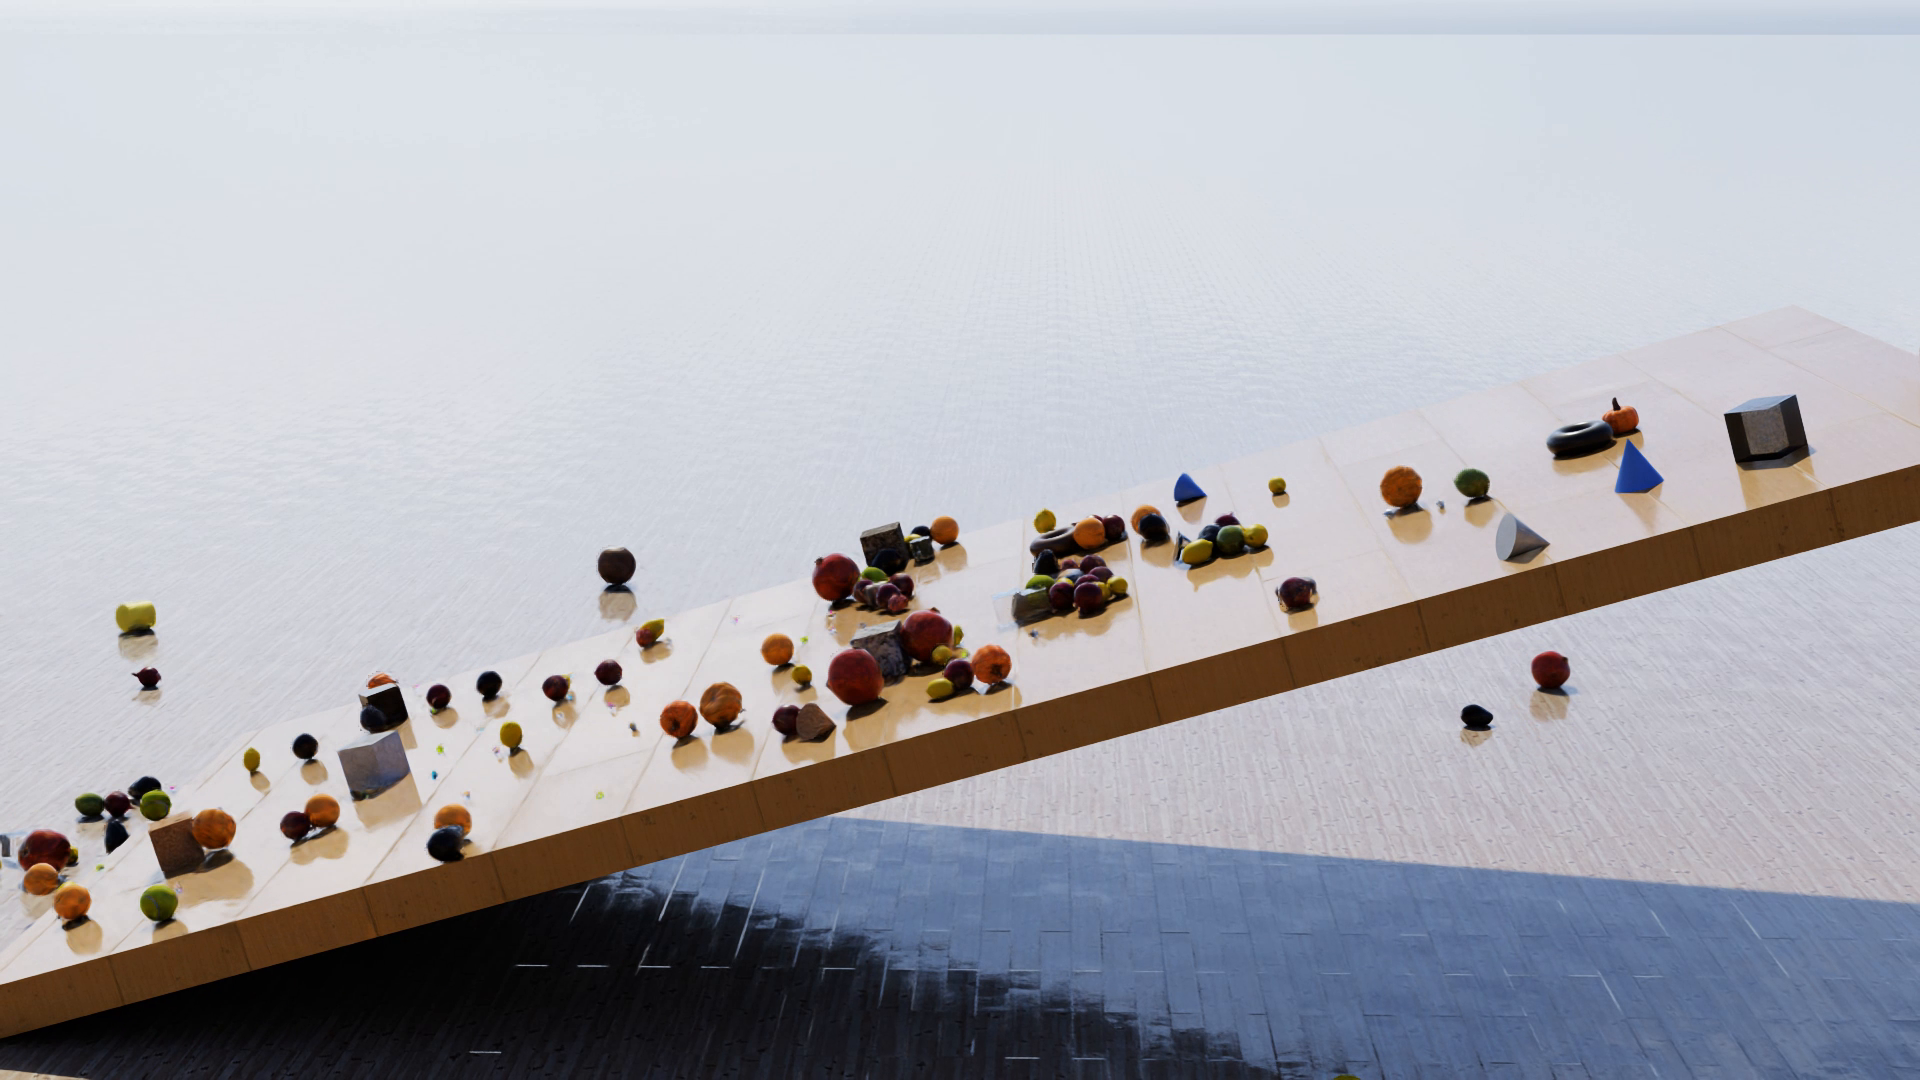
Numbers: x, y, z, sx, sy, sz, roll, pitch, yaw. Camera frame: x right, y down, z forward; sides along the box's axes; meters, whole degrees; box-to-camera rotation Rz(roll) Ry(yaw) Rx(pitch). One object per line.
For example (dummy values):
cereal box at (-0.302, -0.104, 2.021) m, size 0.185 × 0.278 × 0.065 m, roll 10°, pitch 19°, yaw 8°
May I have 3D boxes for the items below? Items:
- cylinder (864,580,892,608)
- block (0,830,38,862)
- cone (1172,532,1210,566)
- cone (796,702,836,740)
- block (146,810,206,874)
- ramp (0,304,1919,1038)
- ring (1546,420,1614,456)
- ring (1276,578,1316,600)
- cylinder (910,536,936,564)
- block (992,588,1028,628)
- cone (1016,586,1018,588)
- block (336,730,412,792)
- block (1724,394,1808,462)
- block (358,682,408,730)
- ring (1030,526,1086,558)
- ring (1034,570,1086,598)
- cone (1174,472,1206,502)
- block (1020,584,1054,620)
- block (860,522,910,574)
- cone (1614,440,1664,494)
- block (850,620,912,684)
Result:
cylinder at (-0.187, 0.123, 6.693) m, size 0.051 × 0.051 × 0.051 m, roll -19°, pitch 14°, yaw -8°
block at (-2.147, 0.697, 6.710) m, size 0.056 × 0.056 × 0.056 m, roll 9°, pitch 14°, yaw 41°
cone at (0.491, 0.026, 6.180) m, size 0.074 × 0.074 × 0.074 m, roll 10°, pitch 10°, yaw -3°
cone at (-0.260, 0.349, 5.585) m, size 0.072 × 0.072 × 0.072 m, roll 12°, pitch -1°, yaw -44°
block at (-1.624, 0.625, 6.093) m, size 0.092 × 0.092 × 0.092 m, roll -19°, pitch 10°, yaw -16°
ramp at (0.087, 0.188, 6.323) m, size 4.000 × 0.100 × 2.000 m, roll -15°, pitch 10°, yaw 5°
ring at (1.300, -0.215, 6.170) m, size 0.141 × 0.047 × 0.141 m, roll -15°, pitch 10°, yaw 3°
ring at (0.637, 0.092, 5.582) m, size 0.080 × 0.027 × 0.080 m, roll -15°, pitch 10°, yaw 3°
cylinder at (-0.091, 0.023, 7.102) m, size 0.052 × 0.052 × 0.052 m, roll -16°, pitch 10°, yaw 3°
block at (0.103, 0.140, 6.089) m, size 0.061 × 0.061 × 0.061 m, roll -16°, pitch 10°, yaw 1°
cone at (0.141, 0.133, 6.170) m, size 0.059 × 0.059 × 0.059 m, roll 13°, pitch 9°, yaw -7°
block at (-1.261, 0.476, 6.327) m, size 0.096 × 0.096 × 0.096 m, roll -11°, pitch 11°, yaw 27°
block at (1.536, -0.212, 5.607) m, size 0.099 × 0.099 × 0.099 m, roll -24°, pitch 12°, yaw -38°
block at (-1.377, 0.395, 7.021) m, size 0.081 × 0.081 × 0.081 m, roll -20°, pitch 10°, yaw -23°
ring at (0.223, 0.006, 6.704) m, size 0.134 × 0.045 × 0.134 m, roll -17°, pitch 10°, yaw 3°
ring at (0.211, 0.094, 6.236) m, size 0.119 × 0.040 × 0.119 m, roll -16°, pitch 8°, yaw 2°
cone at (0.548, -0.113, 6.879) m, size 0.071 × 0.071 × 0.071 m, roll 20°, pitch 19°, yaw 26°
block at (0.158, 0.128, 6.085) m, size 0.053 × 0.053 × 0.053 m, roll -16°, pitch 10°, yaw 1°
block at (-0.183, 0.019, 7.149) m, size 0.093 × 0.093 × 0.093 m, roll -15°, pitch 10°, yaw 6°
cone at (1.296, -0.151, 5.662) m, size 0.096 × 0.096 × 0.096 m, roll -16°, pitch 10°, yaw 3°
block at (-0.158, 0.225, 5.941) m, size 0.093 × 0.093 × 0.093 m, roll -15°, pitch 10°, yaw 9°
